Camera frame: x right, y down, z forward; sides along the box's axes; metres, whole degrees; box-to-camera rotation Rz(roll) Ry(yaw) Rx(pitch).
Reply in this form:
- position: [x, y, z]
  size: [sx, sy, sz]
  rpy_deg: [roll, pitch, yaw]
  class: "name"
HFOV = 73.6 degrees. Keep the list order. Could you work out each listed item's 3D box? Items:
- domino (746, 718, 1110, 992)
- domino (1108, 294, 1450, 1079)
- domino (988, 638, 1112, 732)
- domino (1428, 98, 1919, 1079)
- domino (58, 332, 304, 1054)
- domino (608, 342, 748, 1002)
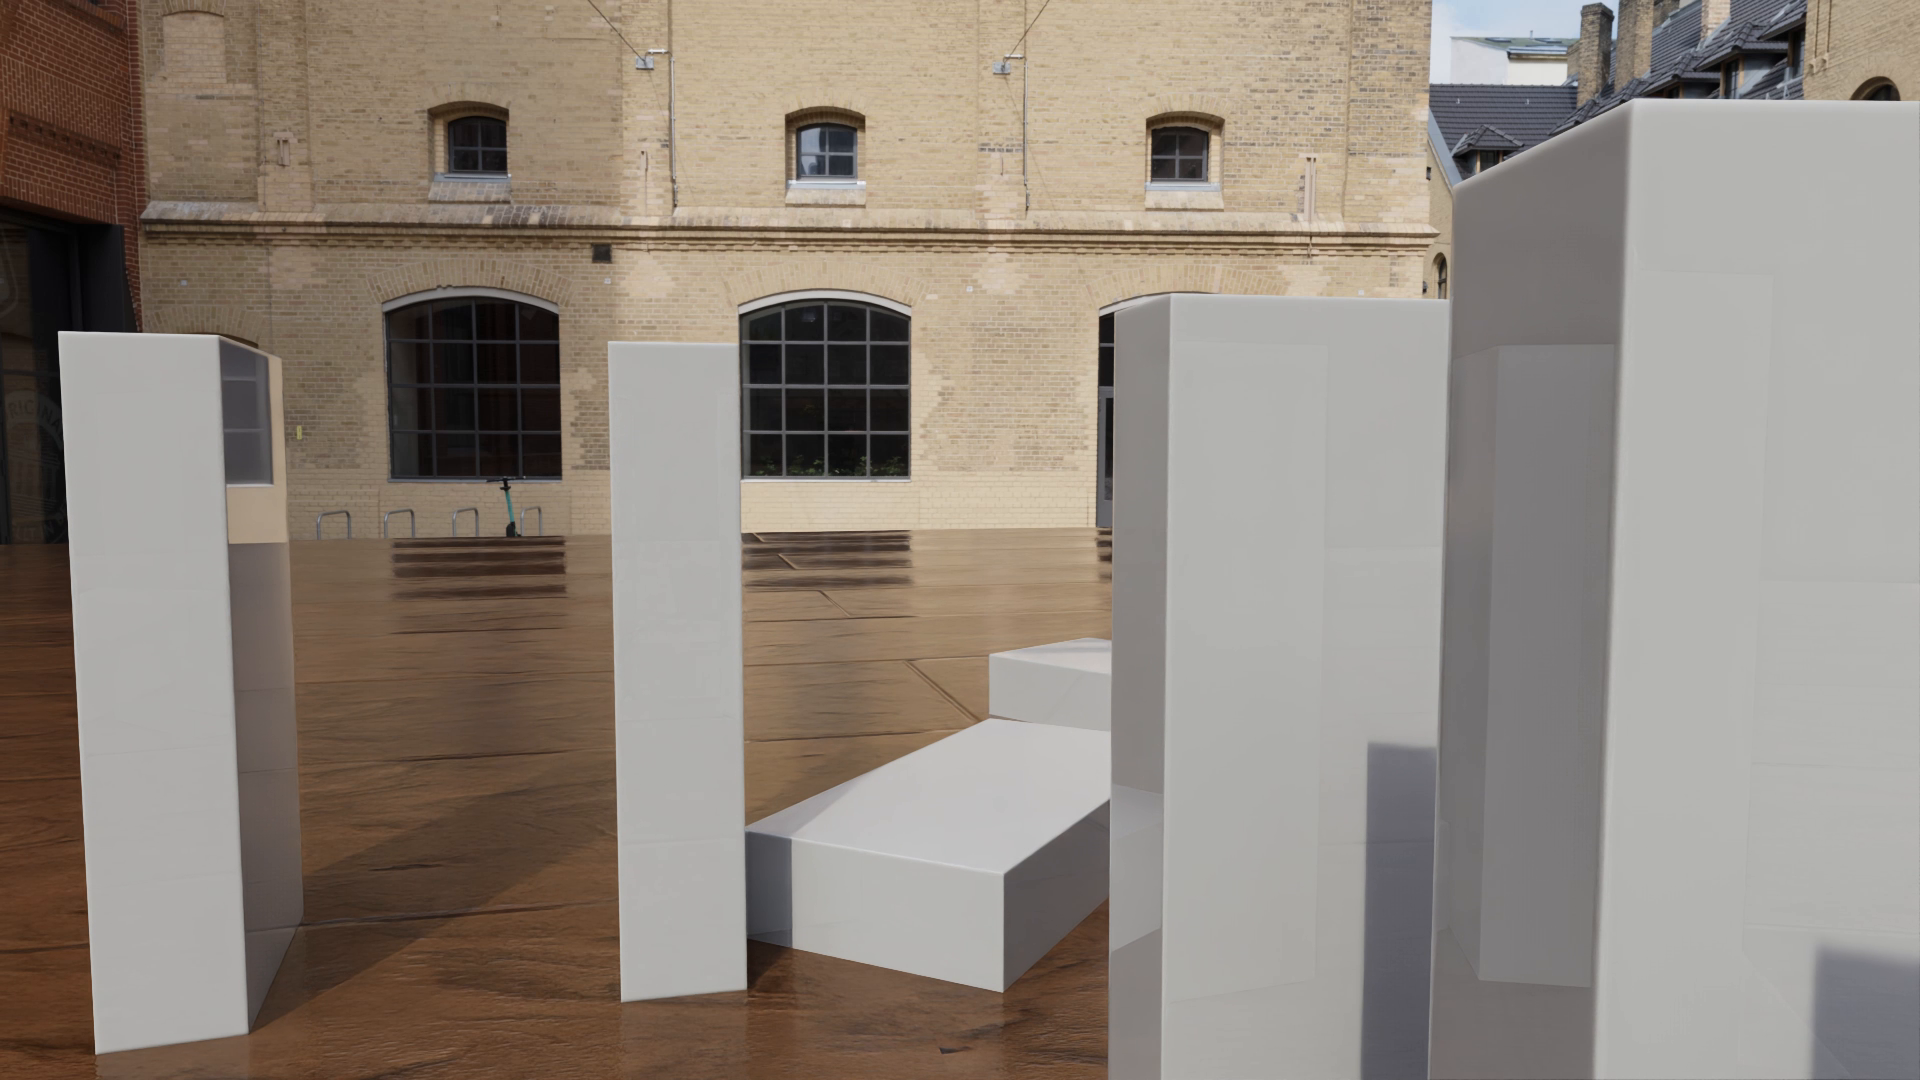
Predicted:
- position: [0.003, 0.028, 0.127]
  size: [0.025, 0.009, 0.050]
  rpy_deg: [2, 5, 27]
  class: "domino"
- position: [0.022, 0.012, 0.073]
  size: [0.025, 0.050, 0.009]
  rpy_deg: [-1, 4, -10]
  class: "domino"
- position: [0.031, 0.023, 0.193]
  size: [0.050, 0.010, 0.025]
  rpy_deg: [4, 6, 45]
  class: "domino"
- position: [0.027, 0.015, 0.035]
  size: [0.025, 0.050, 0.010]
  rpy_deg: [0, 4, -2]
  class: "domino"
- position: [-0.060, 0.010, 0.101]
  size: [0.010, 0.050, 0.025]
  rpy_deg: [-1, 5, -19]
  class: "domino"
- position: [-0.024, 0.009, 0.109]
  size: [0.009, 0.050, 0.025]
  rpy_deg: [-1, 4, -14]
  class: "domino"
